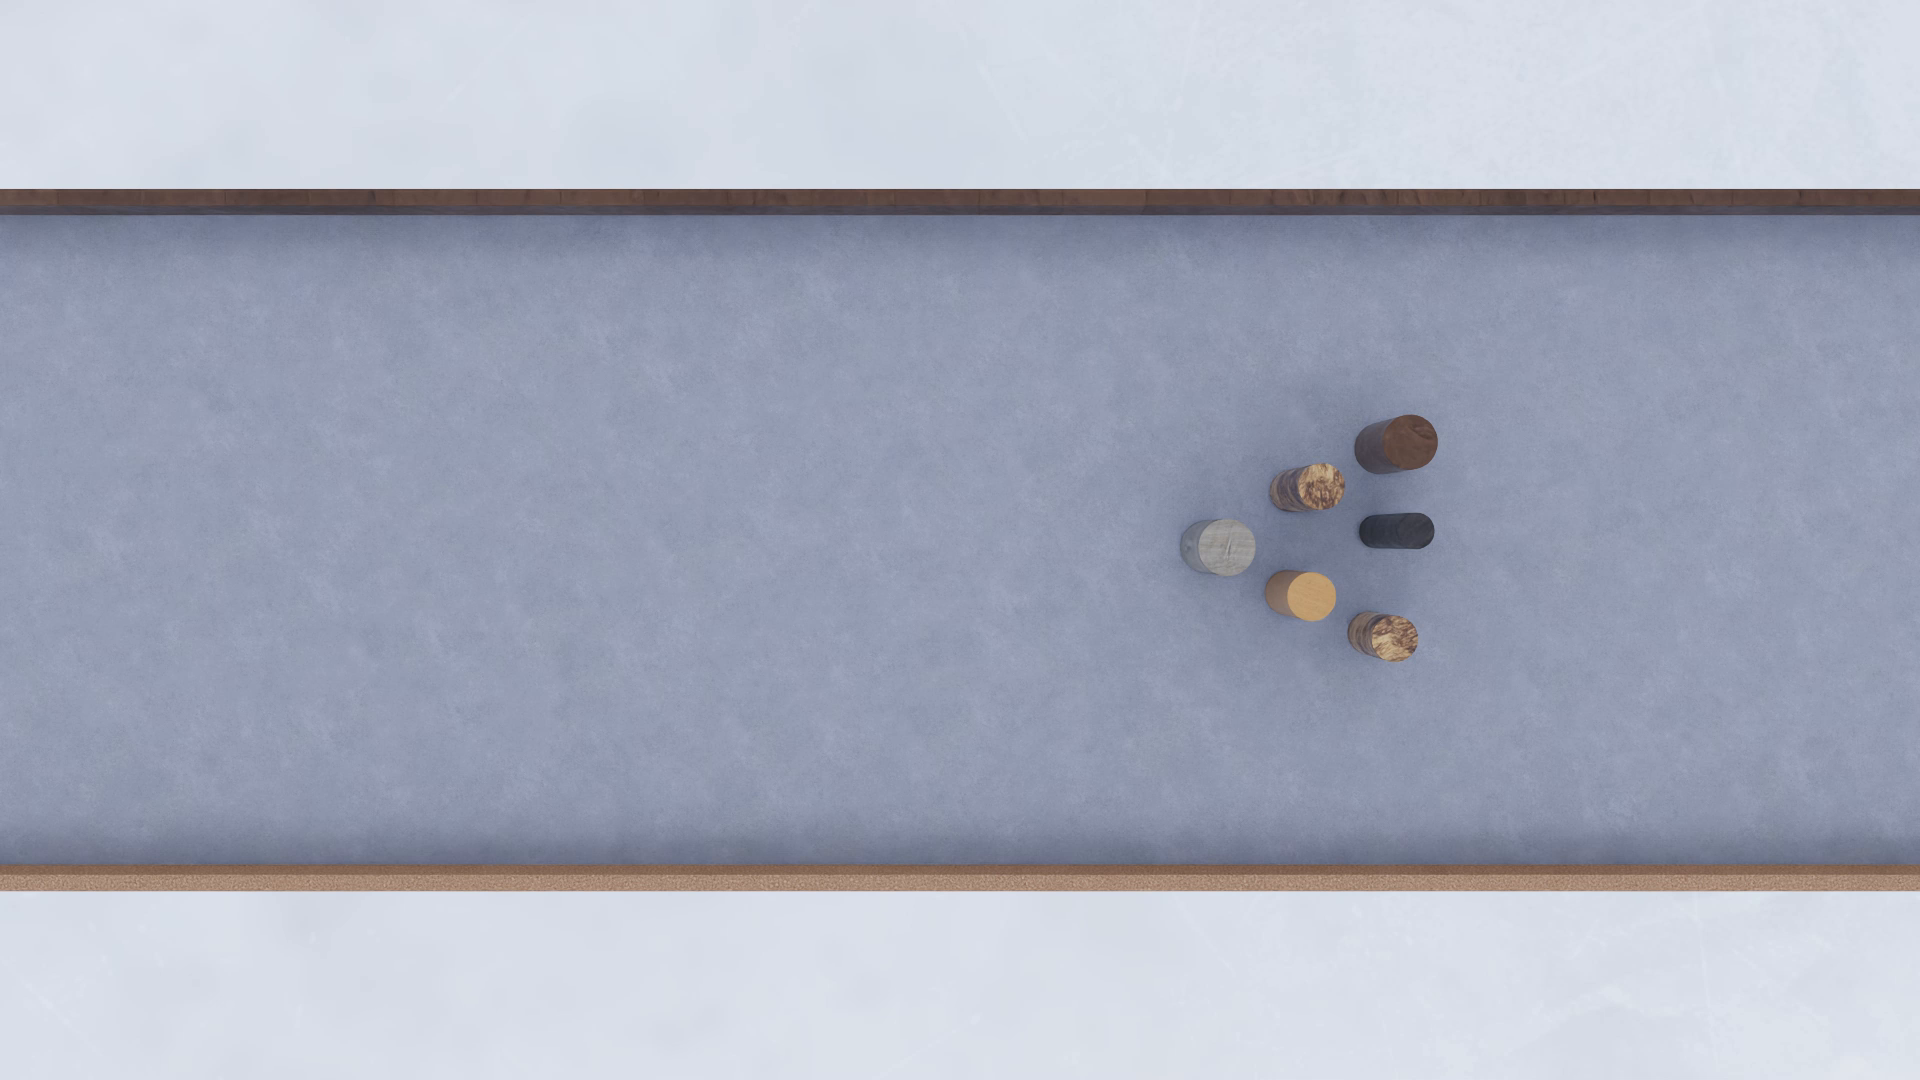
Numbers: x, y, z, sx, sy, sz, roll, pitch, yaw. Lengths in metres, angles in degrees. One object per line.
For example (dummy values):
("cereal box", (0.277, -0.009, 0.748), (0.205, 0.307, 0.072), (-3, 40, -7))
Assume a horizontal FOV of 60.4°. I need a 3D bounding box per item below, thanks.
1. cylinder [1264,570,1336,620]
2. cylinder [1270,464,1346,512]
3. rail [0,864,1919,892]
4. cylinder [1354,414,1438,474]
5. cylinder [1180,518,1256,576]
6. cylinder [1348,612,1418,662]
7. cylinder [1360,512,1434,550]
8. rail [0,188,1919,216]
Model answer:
("cylinder", (1.008, 0.162, 4.901), (0.140, 0.350, 0.140), (0, 90, 0))
("cylinder", (1.018, -0.151, 4.859), (0.131, 0.436, 0.131), (0, 90, 0))
("rail", (-2.247, 1.025, 5.001), (12.000, 0.150, 0.050), (0, 90, 0))
("cylinder", (1.293, -0.281, 4.906), (0.159, 0.340, 0.159), (0, 90, 0))
("cylinder", (0.759, 0.021, 4.881), (0.163, 0.391, 0.163), (0, 90, 0))
("cylinder", (1.259, 0.286, 4.925), (0.134, 0.302, 0.134), (0, 90, 0))
("cylinder", (1.280, -0.026, 4.852), (0.104, 0.449, 0.104), (0, 90, 0))
("rail", (-2.247, -1.025, 5.002), (12.000, 0.150, 0.050), (0, 90, 0))
